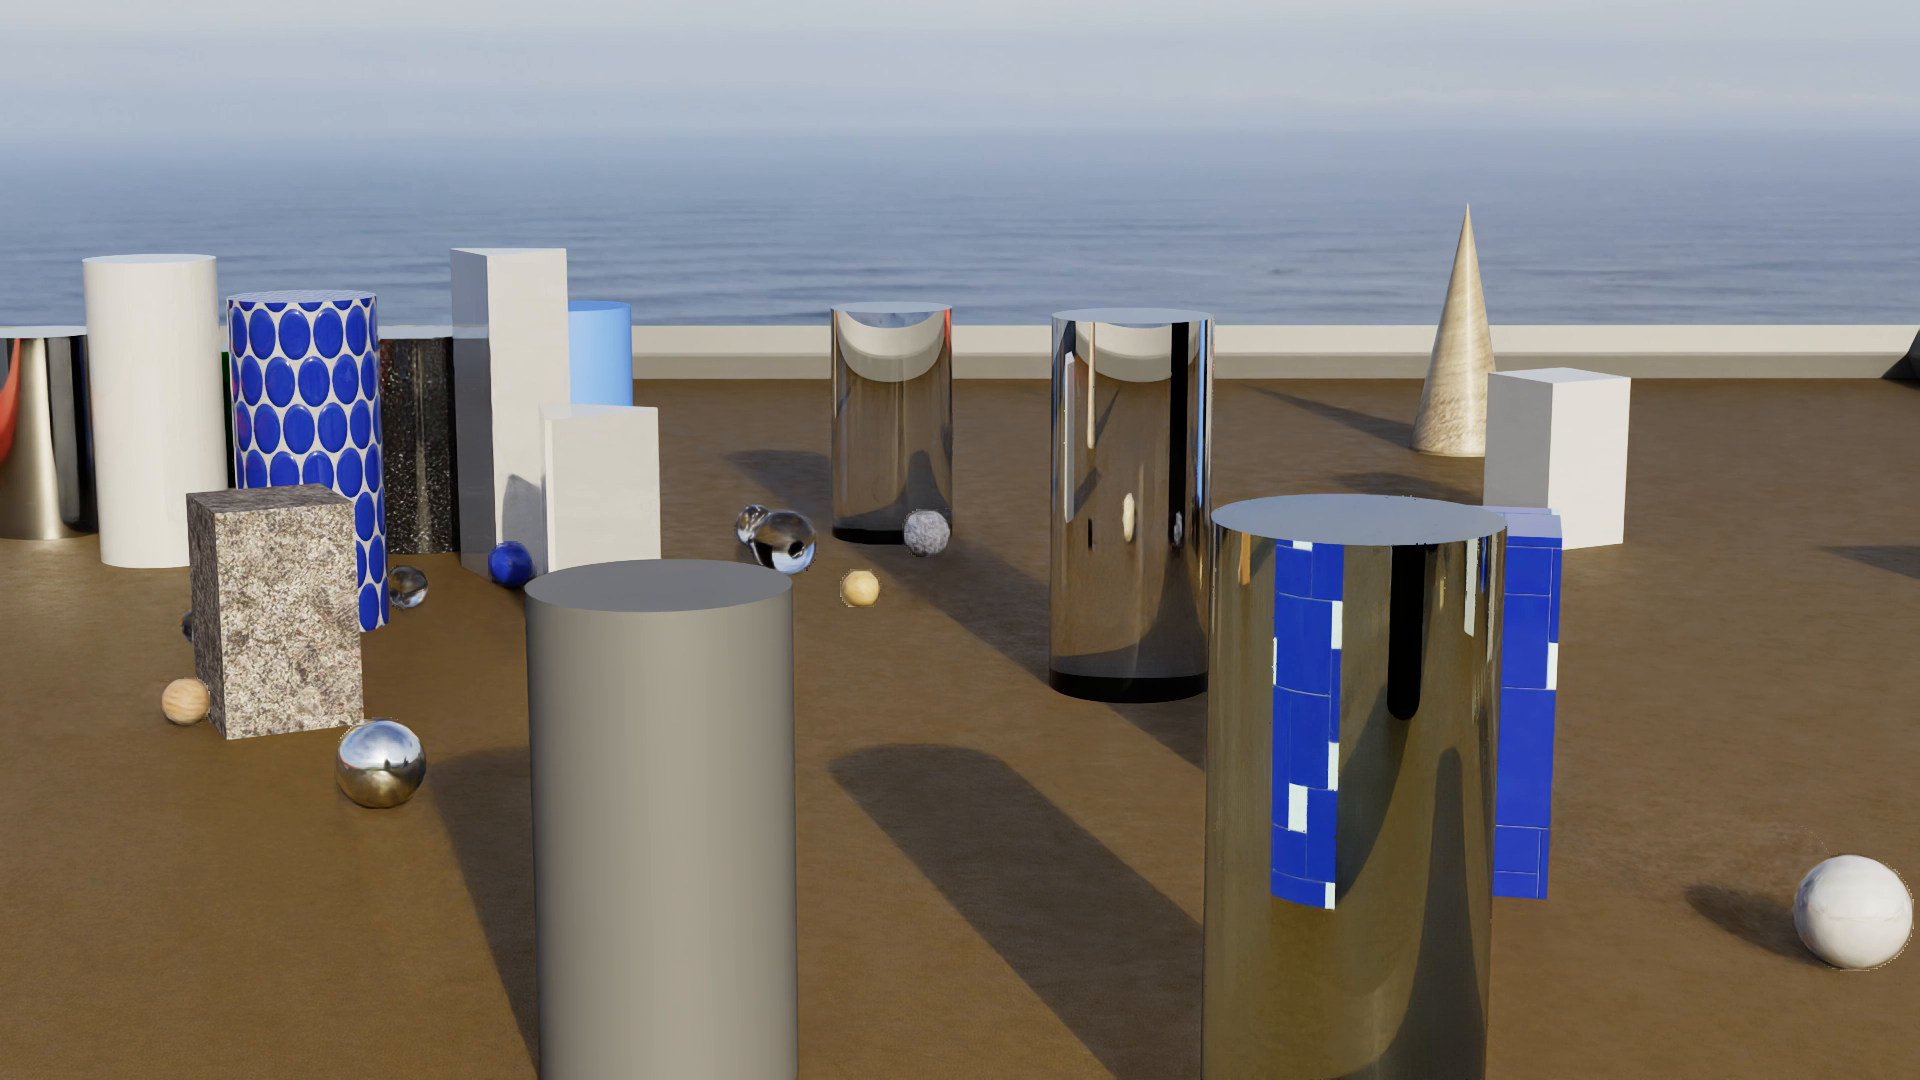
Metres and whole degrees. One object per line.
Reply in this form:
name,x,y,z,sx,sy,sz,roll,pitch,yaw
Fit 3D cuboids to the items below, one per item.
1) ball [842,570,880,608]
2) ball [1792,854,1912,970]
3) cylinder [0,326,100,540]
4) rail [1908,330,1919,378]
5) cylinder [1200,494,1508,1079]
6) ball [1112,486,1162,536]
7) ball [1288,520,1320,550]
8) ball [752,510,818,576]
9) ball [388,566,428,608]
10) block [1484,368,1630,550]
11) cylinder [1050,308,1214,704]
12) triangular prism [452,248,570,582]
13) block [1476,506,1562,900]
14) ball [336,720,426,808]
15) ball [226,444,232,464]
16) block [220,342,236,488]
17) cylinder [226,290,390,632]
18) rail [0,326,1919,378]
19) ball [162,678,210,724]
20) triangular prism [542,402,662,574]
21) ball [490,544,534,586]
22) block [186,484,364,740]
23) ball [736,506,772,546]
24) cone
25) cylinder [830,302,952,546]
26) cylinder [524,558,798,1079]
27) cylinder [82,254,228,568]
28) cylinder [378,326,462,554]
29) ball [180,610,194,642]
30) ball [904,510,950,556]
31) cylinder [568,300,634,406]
ball,-0.134,0.066,3.465,0.051,0.051,0.051,0,11,0
ball,0.725,0.302,2.085,0.092,0.092,0.092,0,11,0
cylinder,-1.432,-0.171,4.019,0.188,0.312,0.188,0,11,0
rail,2.225,0.029,3.462,0.045,0.122,5.100,0,11,0
cylinder,0.255,0.201,1.682,0.188,0.438,0.188,0,11,0
ball,0.273,-0.045,3.984,0.078,0.078,0.078,0,11,0
ball,0.519,-0.008,3.871,0.046,0.046,0.046,0,11,0
ball,-0.251,0.004,3.681,0.093,0.093,0.093,0,11,0
ball,-0.739,0.063,3.428,0.056,0.056,0.056,0,11,0
block,0.914,-0.126,3.938,0.150,0.255,0.150,-5,12,-27
cylinder,0.200,-0.044,3.001,0.188,0.437,0.188,0,11,0
triangular prism,-0.667,-0.184,3.680,0.141,0.462,0.163,6,12,30
block,0.459,0.141,2.318,0.150,0.324,0.150,2,11,12
ball,-0.572,0.221,2.533,0.088,0.088,0.088,0,11,0
ball,-1.342,-0.153,4.636,0.053,0.053,0.053,0,11,0
block,-1.266,-0.222,4.503,0.150,0.236,0.150,-7,12,-31
cylinder,-0.846,-0.103,3.336,0.188,0.429,0.188,0,11,0
rail,-0.015,-0.432,5.933,4.497,0.122,0.045,0,11,0
ball,-0.858,0.179,2.843,0.052,0.052,0.052,0,11,0
triangular prism,-0.487,-0.019,3.246,0.163,0.298,0.141,-9,14,-41
ball,-0.628,0.035,3.587,0.061,0.061,0.061,0,11,0
block,-0.766,0.076,2.867,0.150,0.250,0.150,-6,12,-27
ball,-0.309,-0.021,3.896,0.064,0.064,0.064,0,11,0
cone,0.949,-0.403,4.838,0.188,0.469,0.188,0,11,0
cylinder,-0.105,-0.184,3.975,0.188,0.354,0.188,0,11,0
cylinder,-0.212,0.210,1.841,0.188,0.363,0.188,0,11,0
cylinder,-1.184,-0.194,3.788,0.188,0.442,0.188,0,11,0
cylinder,-0.825,-0.155,3.902,0.188,0.324,0.188,0,11,0
ball,-0.962,0.108,3.247,0.047,0.047,0.047,0,11,0
ball,-0.050,-0.010,3.823,0.069,0.069,0.069,0,11,0
cylinder,-0.608,-0.193,4.036,0.188,0.351,0.188,0,11,0
